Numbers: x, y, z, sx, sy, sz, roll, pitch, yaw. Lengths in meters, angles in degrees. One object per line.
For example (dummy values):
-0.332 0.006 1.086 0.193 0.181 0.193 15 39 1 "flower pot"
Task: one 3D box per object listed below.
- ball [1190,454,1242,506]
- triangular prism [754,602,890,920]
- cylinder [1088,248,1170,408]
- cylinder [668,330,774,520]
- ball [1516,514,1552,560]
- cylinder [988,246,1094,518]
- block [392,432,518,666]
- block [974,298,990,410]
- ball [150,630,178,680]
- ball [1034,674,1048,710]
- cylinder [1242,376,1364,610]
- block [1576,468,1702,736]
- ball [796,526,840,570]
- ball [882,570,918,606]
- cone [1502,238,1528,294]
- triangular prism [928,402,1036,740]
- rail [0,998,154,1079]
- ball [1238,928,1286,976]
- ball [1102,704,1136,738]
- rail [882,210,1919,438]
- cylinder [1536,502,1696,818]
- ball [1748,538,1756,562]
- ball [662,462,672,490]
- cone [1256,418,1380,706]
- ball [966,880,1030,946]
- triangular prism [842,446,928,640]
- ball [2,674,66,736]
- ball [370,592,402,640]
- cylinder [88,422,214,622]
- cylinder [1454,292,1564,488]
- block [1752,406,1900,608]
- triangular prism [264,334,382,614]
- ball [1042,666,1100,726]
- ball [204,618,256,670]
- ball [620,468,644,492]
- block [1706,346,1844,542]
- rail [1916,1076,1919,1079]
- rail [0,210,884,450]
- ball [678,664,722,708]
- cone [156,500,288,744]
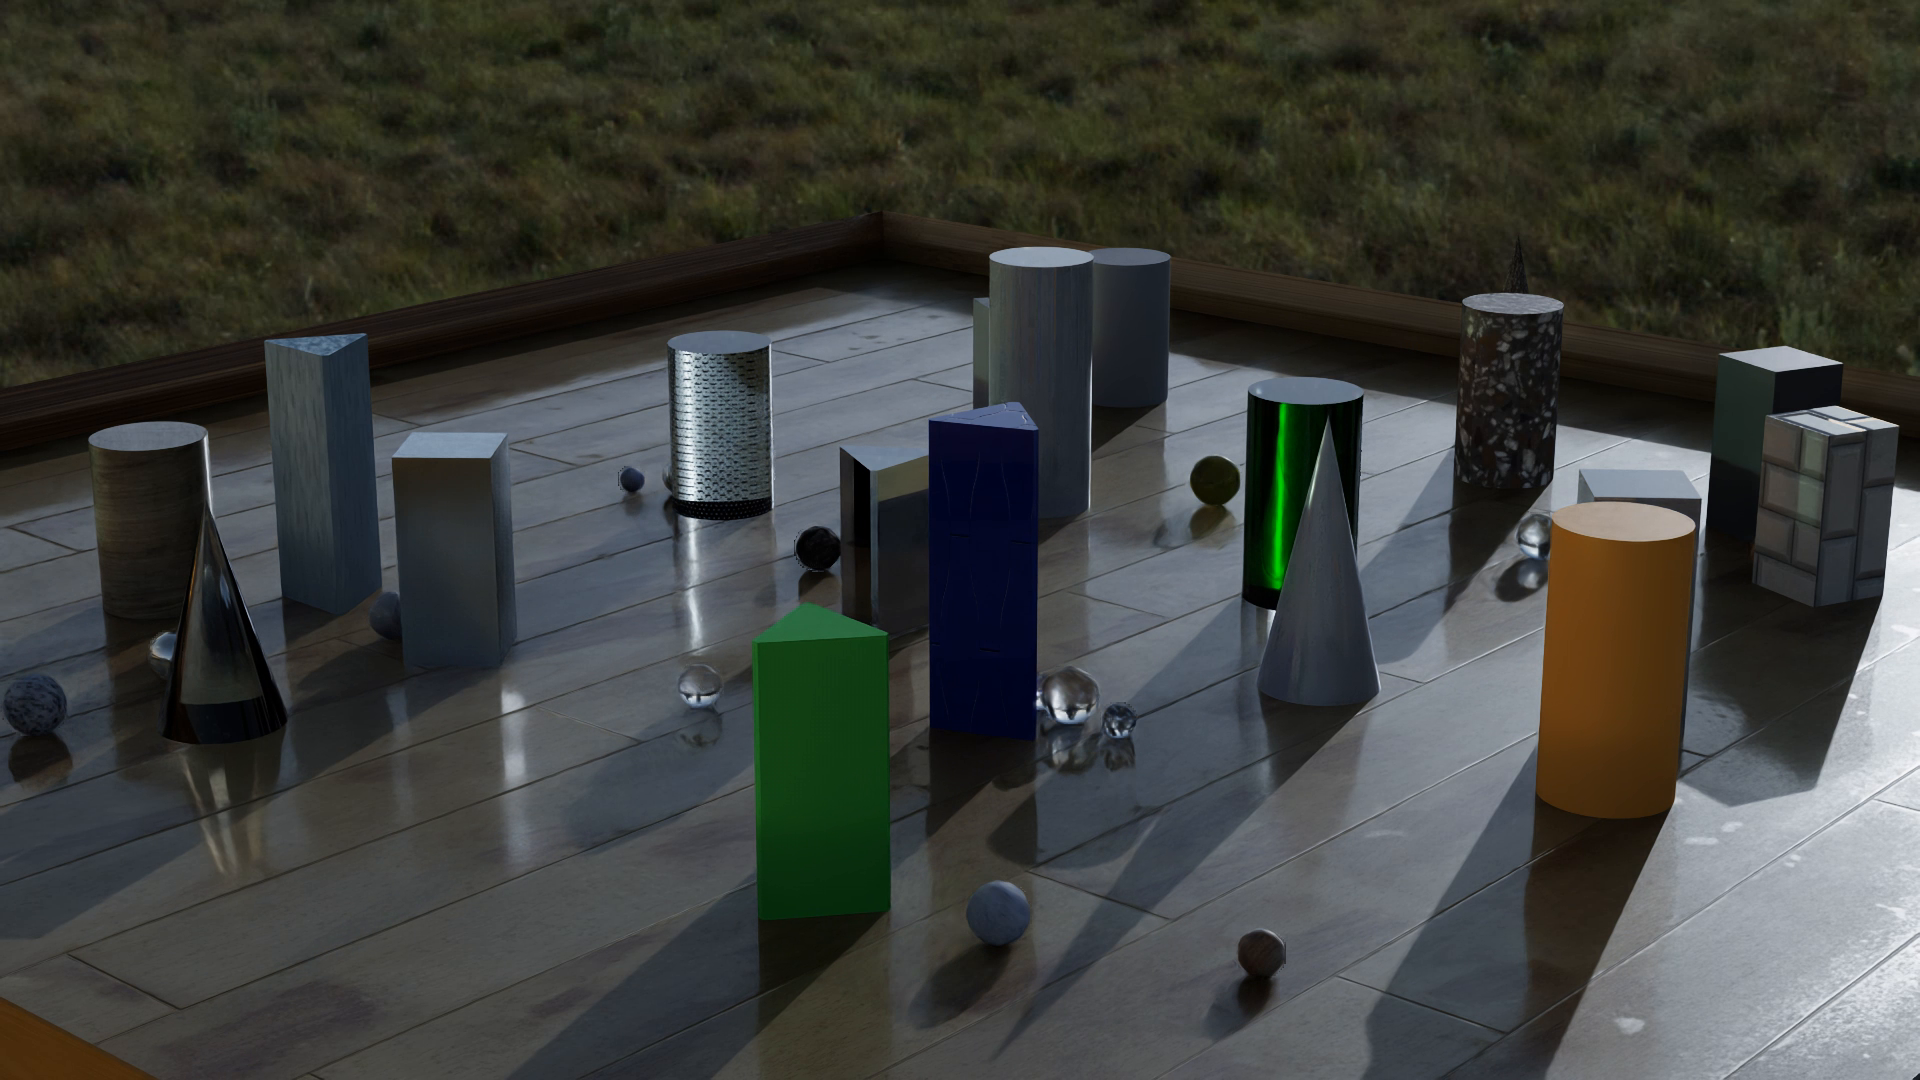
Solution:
0.494 -0.116 5.665 0.099 0.099 0.099 0 17 0 "ball"
-0.189 0.286 3.844 0.171 0.381 0.148 -3 17 -10 "triangular prism"
0.362 -0.469 6.463 0.198 0.316 0.198 0 17 0 "cylinder"
-0.458 -0.221 5.624 0.198 0.325 0.198 0 17 0 "cylinder"
1.055 -0.006 5.328 0.084 0.084 0.084 0 17 0 "ball"
0.154 -0.303 5.615 0.198 0.486 0.198 0 17 0 "cylinder"
-0.824 0.014 4.796 0.158 0.351 0.158 0 17 2 "block"
0.127 -0.350 6.108 0.158 0.292 0.158 -5 18 -17 "block"
-1.257 0.186 4.696 0.081 0.081 0.081 0 17 0 "ball"
0.130 0.238 4.569 0.055 0.055 0.055 0 17 0 "ball"
0.592 -0.080 5.077 0.198 0.369 0.198 0 17 0 "cylinder"
1.027 0.095 4.484 0.158 0.377 0.158 1 17 3 "block"
-0.254 0.014 5.267 0.079 0.079 0.079 0 17 0 "ball"
-0.103 0.083 5.066 0.064 0.064 0.064 0 17 0 "ball"
1.151 -0.424 6.108 0.198 0.434 0.198 0 17 0 "cone"
0.059 0.042 4.470 0.171 0.486 0.148 6 18 20 "triangular prism"
-1.383 0.492 3.595 4.261 0.128 0.045 14 22 39 "rail"
0.375 0.513 3.647 0.059 0.059 0.059 0 17 0 "ball"
0.241 0.275 4.450 0.053 0.053 0.053 0 17 0 "ball"
1.383 -0.427 6.645 4.261 0.128 0.045 14 22 39 "rail"
0.932 0.169 4.180 0.198 0.410 0.198 0 17 0 "cylinder"
1.451 0.020 5.287 0.057 0.057 0.057 0 17 0 "ball"
-0.552 -0.125 5.747 0.064 0.064 0.064 0 17 0 "ball"
0.573 0.019 4.621 0.198 0.444 0.198 0 17 0 "cone"
0.049 0.475 3.734 0.082 0.082 0.082 0 17 0 "ball"
-0.143 -0.002 4.942 0.148 0.299 0.171 13 21 38 "triangular prism"
-1.407 0.251 4.459 0.093 0.093 0.093 0 17 0 "ball"
-0.943 0.127 4.890 0.082 0.082 0.082 0 17 0 "ball"
-1.384 -0.034 5.042 0.198 0.301 0.198 0 17 0 "cylinder"
1.090 -0.298 5.833 0.198 0.352 0.198 0 17 0 "cylinder"
1.511 -0.060 5.123 0.158 0.306 0.158 -8 19 -25 "block"
-1.073 -0.122 5.067 0.171 0.456 0.148 15 22 40 "triangular prism"
0.169 0.239 4.503 0.090 0.090 0.090 0 17 0 "ball"
-1.183 0.168 4.749 0.083 0.083 0.083 0 17 0 "ball"
-0.644 -0.119 5.763 0.048 0.048 0.048 0 17 0 "ball"
1.516 -0.176 5.463 0.158 0.331 0.158 -8 18 -24 "block"
1.591 0.431 3.797 0.045 0.128 4.265 14 22 39 "rail"
-1.591 -0.366 6.442 0.045 0.128 4.265 14 22 39 "rail"
-0.406 0.228 4.576 0.069 0.069 0.069 0 17 0 "ball"
-1.137 0.108 4.470 0.198 0.359 0.198 0 17 0 "cone"
